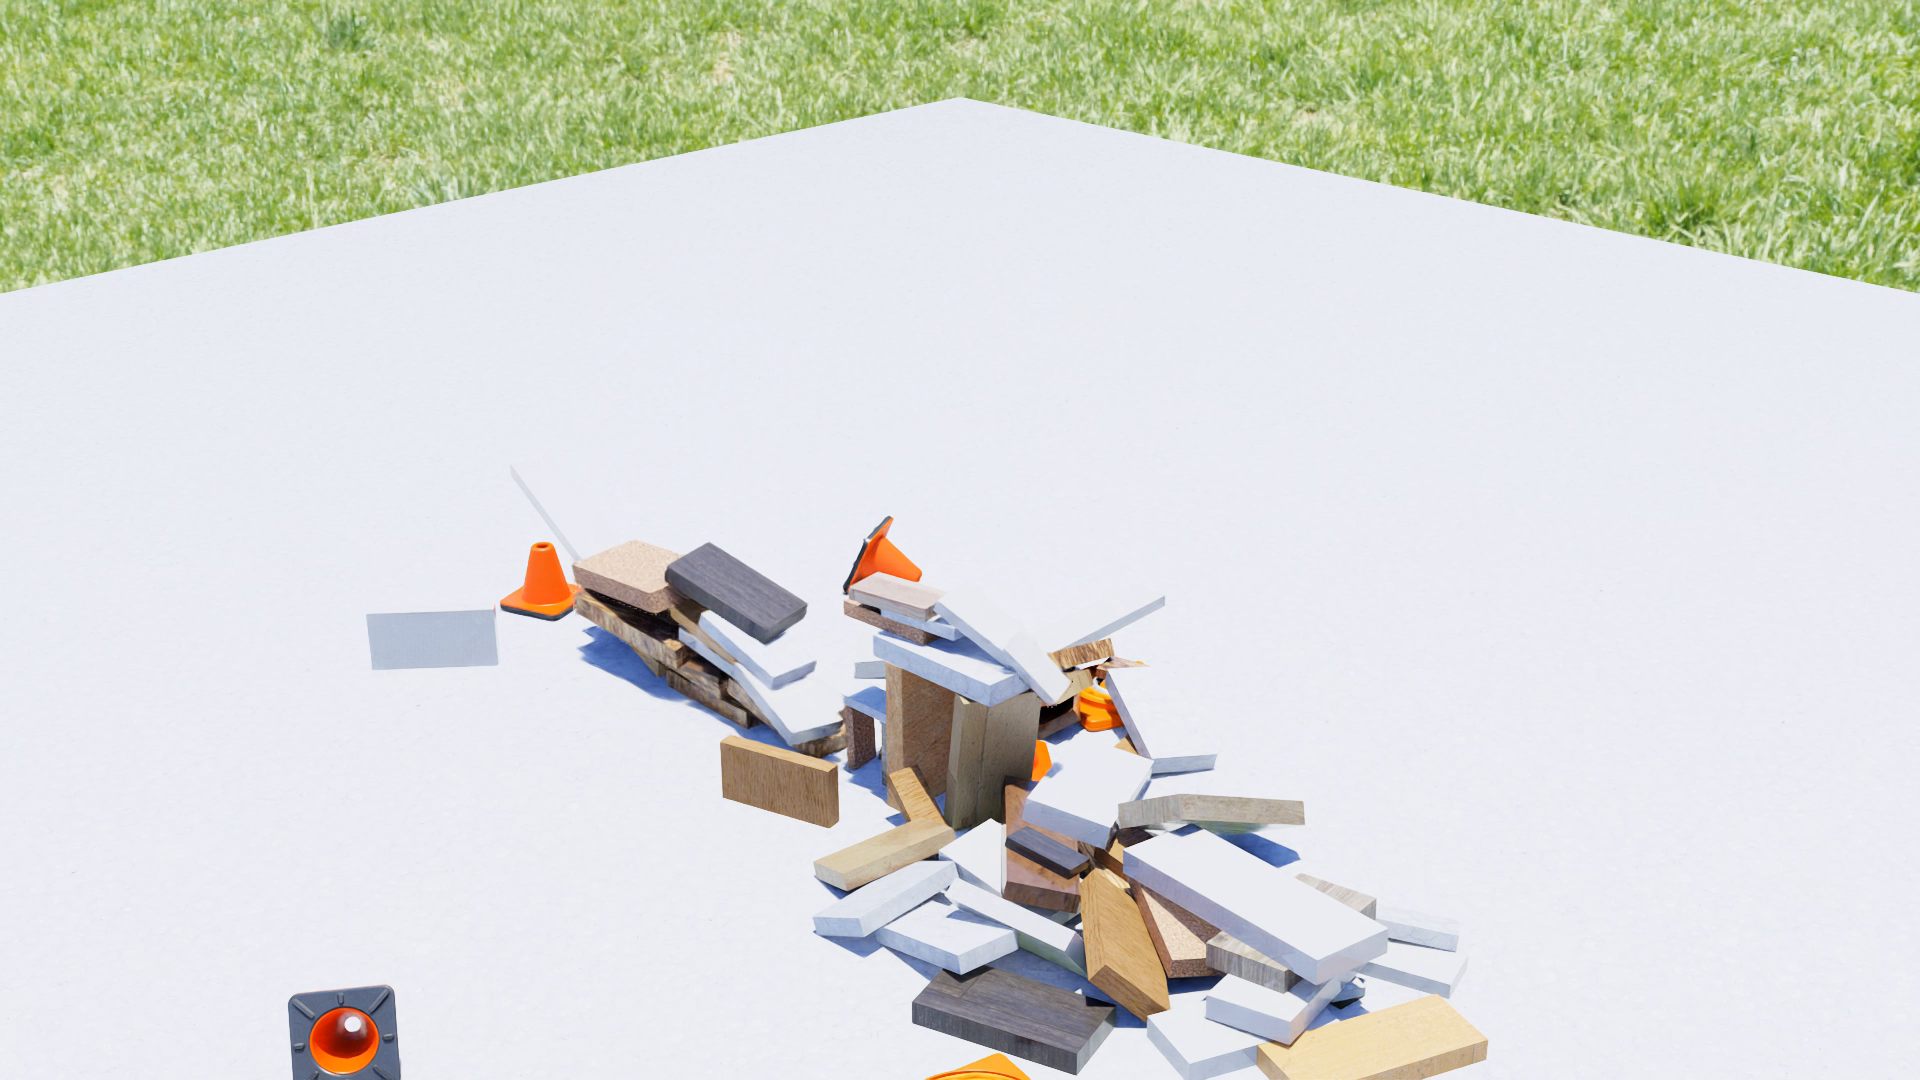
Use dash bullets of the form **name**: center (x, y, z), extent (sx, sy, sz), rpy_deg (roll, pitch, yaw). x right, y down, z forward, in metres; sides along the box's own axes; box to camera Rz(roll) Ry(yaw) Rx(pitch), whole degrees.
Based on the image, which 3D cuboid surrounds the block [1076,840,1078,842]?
- **block**: center (0.241, 0.599, 4.271), extent (0.052, 0.015, 0.103), rpy_deg (0, 39, -15)

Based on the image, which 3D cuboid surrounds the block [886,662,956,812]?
- **block**: center (-0.074, 0.374, 4.460), extent (0.046, 0.327, 0.163), rpy_deg (21, 31, 40)

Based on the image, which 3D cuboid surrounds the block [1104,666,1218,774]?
- **block**: center (0.427, 0.381, 4.706), extent (0.148, 0.042, 0.295), rpy_deg (-2, 36, -17)

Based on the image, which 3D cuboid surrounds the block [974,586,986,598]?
- **block**: center (0.012, 0.193, 5.092), extent (0.143, 0.041, 0.286), rpy_deg (-10, 23, -12)

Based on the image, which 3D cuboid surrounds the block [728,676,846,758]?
- **block**: center (-0.356, 0.364, 4.773), extent (0.146, 0.041, 0.293), rpy_deg (-21, 43, -40)

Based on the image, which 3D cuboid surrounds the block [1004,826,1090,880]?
- **block**: center (0.161, 0.576, 4.058), extent (0.142, 0.020, 0.071), rpy_deg (24, 23, 28)

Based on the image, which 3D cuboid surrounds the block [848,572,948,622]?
- **block**: center (-0.117, 0.112, 4.359), extent (0.189, 0.027, 0.095), rpy_deg (15, 27, 33)

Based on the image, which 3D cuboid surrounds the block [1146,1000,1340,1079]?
- **block**: center (0.482, 0.833, 3.745), extent (0.292, 0.041, 0.146), rpy_deg (-10, 25, -22)

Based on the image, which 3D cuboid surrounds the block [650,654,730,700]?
- **block**: center (-0.573, 0.256, 4.948), extent (0.146, 0.041, 0.293), rpy_deg (-26, 39, -36)

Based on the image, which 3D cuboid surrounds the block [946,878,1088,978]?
- **block**: center (0.115, 0.698, 3.948), extent (0.274, 0.137, 0.039), rpy_deg (18, 68, 37)

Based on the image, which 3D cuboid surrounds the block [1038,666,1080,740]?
- **block**: center (0.212, 0.356, 4.818), extent (0.103, 0.029, 0.205), rpy_deg (-28, 19, 15)

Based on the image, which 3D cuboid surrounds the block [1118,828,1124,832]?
- **block**: center (0.290, 0.573, 4.306), extent (0.052, 0.015, 0.103), rpy_deg (-12, -17, -27)

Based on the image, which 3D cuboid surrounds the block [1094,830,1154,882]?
- **block**: center (0.370, 0.622, 4.146), extent (0.110, 0.031, 0.220), rpy_deg (-20, 39, -39)

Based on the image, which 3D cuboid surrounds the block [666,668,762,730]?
- **block**: center (-0.511, 0.332, 4.924), extent (0.146, 0.041, 0.292), rpy_deg (-20, 30, -39)

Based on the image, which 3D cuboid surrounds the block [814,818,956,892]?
- **block**: center (-0.144, 0.603, 4.230), extent (0.248, 0.035, 0.124), rpy_deg (-19, 13, -28)

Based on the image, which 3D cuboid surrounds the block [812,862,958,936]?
- **block**: center (-0.136, 0.665, 4.087), extent (0.130, 0.037, 0.259), rpy_deg (-8, 11, 45)

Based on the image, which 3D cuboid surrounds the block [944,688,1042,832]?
- **block**: center (0.064, 0.425, 4.339), extent (0.163, 0.327, 0.046), rpy_deg (-9, 36, -19)

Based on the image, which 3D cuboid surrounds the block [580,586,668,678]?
- **block**: center (-0.723, 0.167, 5.140), extent (0.174, 0.049, 0.347), rpy_deg (-22, 50, -32)

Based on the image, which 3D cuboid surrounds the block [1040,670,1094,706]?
- **block**: center (0.160, 0.333, 4.801), extent (0.246, 0.035, 0.123), rpy_deg (-13, 8, 45)

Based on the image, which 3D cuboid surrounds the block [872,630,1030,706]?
- **block**: center (0.000, 0.230, 4.319), extent (0.163, 0.046, 0.327), rpy_deg (-21, 30, -40)

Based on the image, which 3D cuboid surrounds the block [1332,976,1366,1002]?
- **block**: center (0.656, 0.768, 3.882), extent (0.064, 0.018, 0.128), rpy_deg (-8, 24, -17)

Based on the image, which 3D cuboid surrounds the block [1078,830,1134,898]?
- **block**: center (0.313, 0.639, 4.171), extent (0.110, 0.031, 0.221), rpy_deg (-10, 33, -24)

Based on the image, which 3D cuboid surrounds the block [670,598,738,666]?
- **block**: center (-0.524, 0.190, 4.840), extent (0.112, 0.032, 0.223), rpy_deg (-26, 47, -38)

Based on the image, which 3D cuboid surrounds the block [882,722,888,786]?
- **block**: center (-0.128, 0.432, 4.553), extent (0.074, 0.148, 0.021), rpy_deg (-21, 31, -40)

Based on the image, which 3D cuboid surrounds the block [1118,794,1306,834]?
- **block**: center (0.484, 0.526, 4.215), extent (0.338, 0.048, 0.169), rpy_deg (9, -17, -39)

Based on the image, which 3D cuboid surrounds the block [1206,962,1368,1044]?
- **block**: center (0.570, 0.758, 3.807), extent (0.157, 0.044, 0.314), rpy_deg (12, 24, 32)

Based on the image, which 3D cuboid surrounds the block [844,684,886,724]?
- **block**: center (-0.165, 0.341, 4.552), extent (0.148, 0.021, 0.074), rpy_deg (21, 31, 40)

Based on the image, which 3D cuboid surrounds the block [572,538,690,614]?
- **block**: center (-0.716, 0.080, 4.991), extent (0.174, 0.049, 0.347), rpy_deg (-24, 25, -34)

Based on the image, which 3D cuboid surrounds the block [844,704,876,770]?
- **block**: center (-0.209, 0.402, 4.624), extent (0.021, 0.148, 0.074), rpy_deg (12, 26, 32)

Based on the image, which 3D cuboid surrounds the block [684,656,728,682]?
- **block**: center (-0.557, 0.284, 4.846), extent (0.095, 0.014, 0.048), rpy_deg (16, 35, 26)

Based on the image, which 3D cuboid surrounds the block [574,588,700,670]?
- **block**: center (-0.696, 0.172, 5.002), extent (0.347, 0.049, 0.174), rpy_deg (25, 39, 35)

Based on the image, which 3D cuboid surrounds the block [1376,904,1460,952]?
- **block**: center (0.802, 0.700, 4.014), extent (0.214, 0.030, 0.107), rpy_deg (10, 7, 13)
